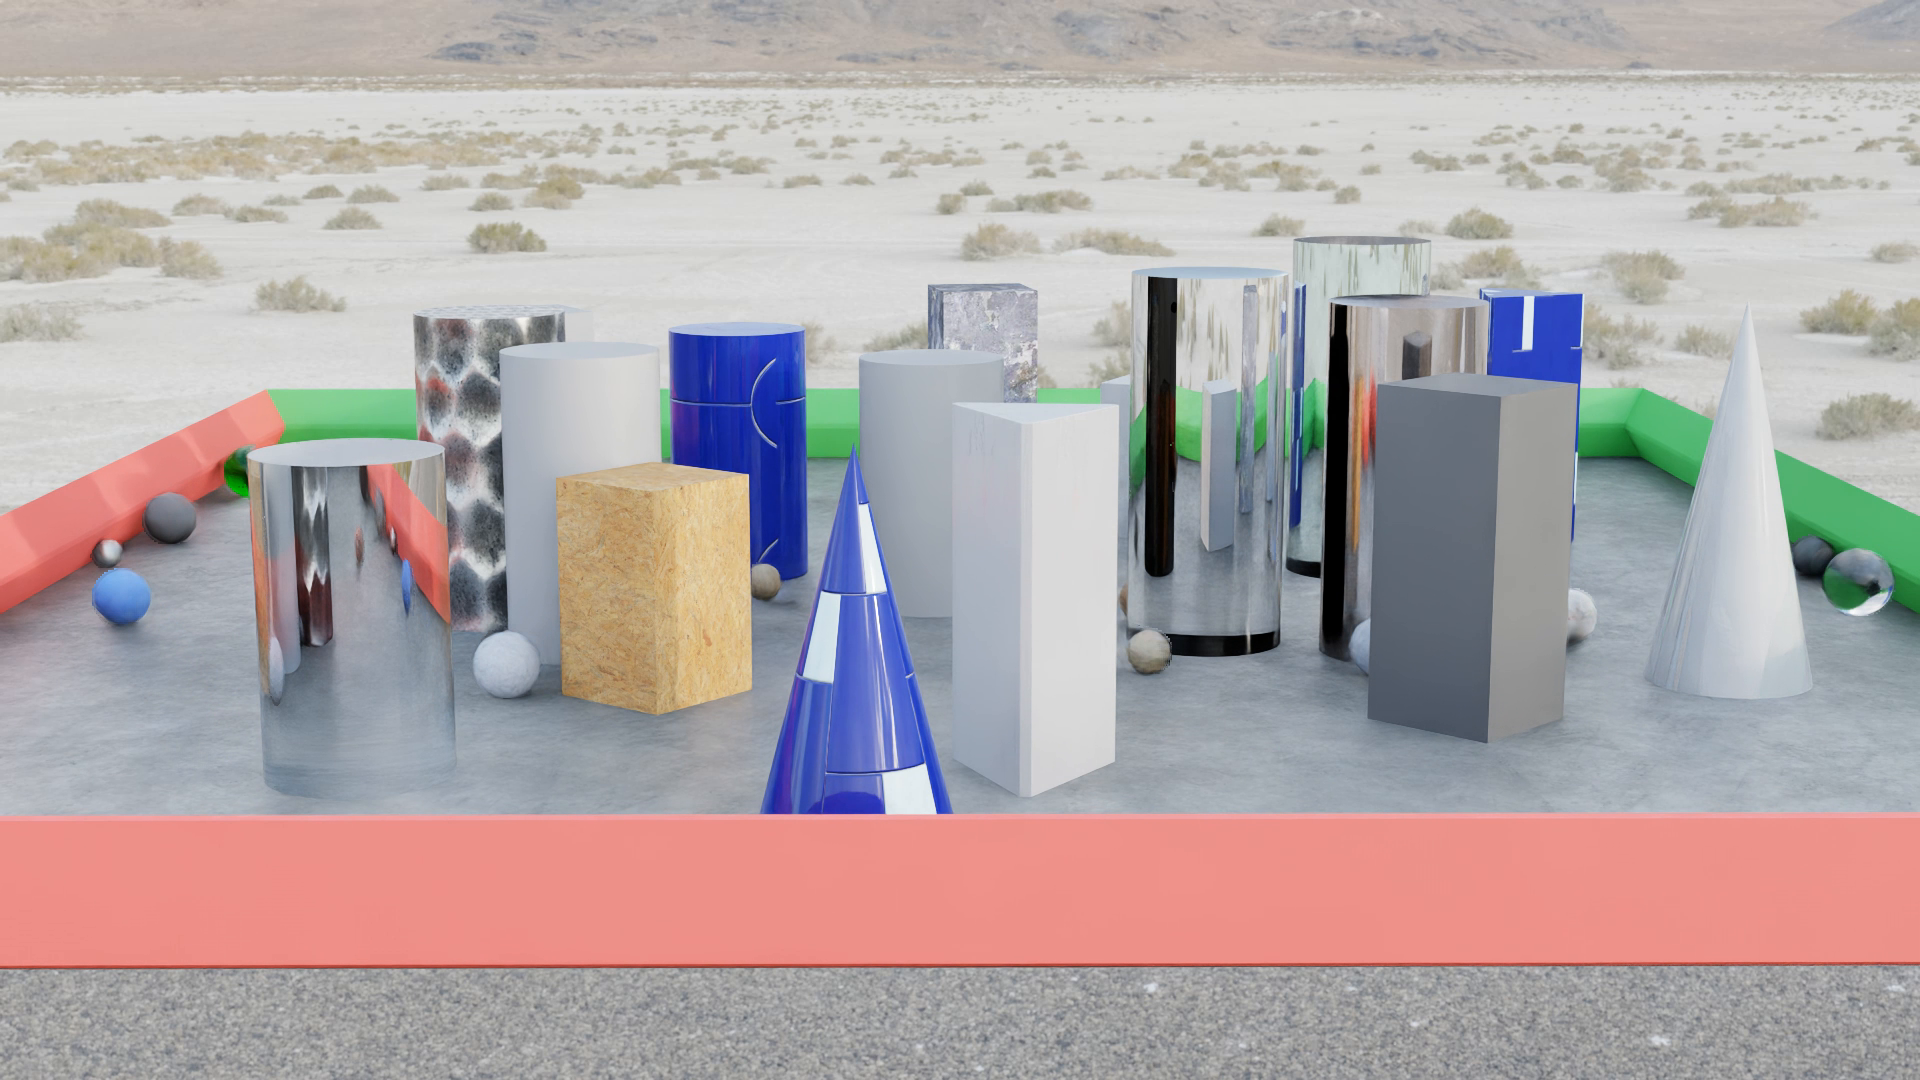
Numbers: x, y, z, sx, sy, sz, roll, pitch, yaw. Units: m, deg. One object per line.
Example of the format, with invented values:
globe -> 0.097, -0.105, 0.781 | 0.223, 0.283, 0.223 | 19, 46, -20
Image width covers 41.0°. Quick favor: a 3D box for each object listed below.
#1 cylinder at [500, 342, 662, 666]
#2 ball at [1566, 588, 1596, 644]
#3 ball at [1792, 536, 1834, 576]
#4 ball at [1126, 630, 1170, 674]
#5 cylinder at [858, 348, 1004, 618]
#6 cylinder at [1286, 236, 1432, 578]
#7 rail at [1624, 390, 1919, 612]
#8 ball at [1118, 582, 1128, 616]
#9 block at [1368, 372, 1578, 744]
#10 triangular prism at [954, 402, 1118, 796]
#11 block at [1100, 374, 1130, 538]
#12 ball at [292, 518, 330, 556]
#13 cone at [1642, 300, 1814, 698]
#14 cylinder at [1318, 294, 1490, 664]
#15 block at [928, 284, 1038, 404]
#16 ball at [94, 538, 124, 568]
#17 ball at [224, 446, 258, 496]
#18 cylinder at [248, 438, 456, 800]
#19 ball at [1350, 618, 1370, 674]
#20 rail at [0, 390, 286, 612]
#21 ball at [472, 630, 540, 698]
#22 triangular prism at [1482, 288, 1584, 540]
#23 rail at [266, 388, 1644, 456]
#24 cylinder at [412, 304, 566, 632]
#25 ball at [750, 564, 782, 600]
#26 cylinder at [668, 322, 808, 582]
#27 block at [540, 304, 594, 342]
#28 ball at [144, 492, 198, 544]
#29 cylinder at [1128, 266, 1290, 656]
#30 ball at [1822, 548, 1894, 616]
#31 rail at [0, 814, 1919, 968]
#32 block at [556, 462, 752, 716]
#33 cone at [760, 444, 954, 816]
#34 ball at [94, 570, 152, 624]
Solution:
cylinder -> -0.471, -0.049, 3.210 | 0.196, 0.378, 0.196 | 0, 11, 0
ball -> 0.774, 0.097, 3.266 | 0.070, 0.070, 0.070 | 0, 11, 0
ball -> 1.228, 0.024, 3.692 | 0.058, 0.058, 0.058 | 0, 11, 0
ball -> 0.229, 0.135, 3.106 | 0.053, 0.053, 0.053 | 0, 11, 0
cylinder -> -0.039, -0.081, 3.491 | 0.196, 0.338, 0.196 | 0, 11, 0
cylinder -> 0.576, -0.194, 3.716 | 0.196, 0.478, 0.196 | 0, 11, 0
rail -> 1.267, 0.031, 3.456 | 0.045, 0.127, 2.777 | 0, 11, 0
ball -> 0.239, 0.079, 3.395 | 0.058, 0.058, 0.058 | 0, 11, 0
block -> 0.571, 0.014, 2.863 | 0.157, 0.379, 0.157 | 10, 14, 43
triangular prism -> 0.054, 0.052, 2.659 | 0.147, 0.380, 0.170 | 7, 13, 34
block -> 0.322, -0.132, 4.035 | 0.157, 0.240, 0.157 | 5, 12, 24
ball -> -0.973, -0.004, 3.846 | 0.057, 0.057, 0.057 | 0, 11, 0
cone -> 0.921, -0.058, 3.039 | 0.196, 0.457, 0.196 | 0, 11, 0
cylinder -> 0.551, -0.077, 3.193 | 0.196, 0.440, 0.196 | 0, 11, 0
block -> 0.037, -0.243, 4.304 | 0.157, 0.360, 0.157 | -2, 11, -10
ball -> -1.249, 0.019, 3.762 | 0.042, 0.042, 0.042 | 0, 11, 0
ball -> -1.211, -0.117, 4.376 | 0.086, 0.086, 0.086 | 0, 11, 0
cylinder -> -0.624, 0.076, 2.642 | 0.196, 0.338, 0.196 | 0, 11, 0
ball -> 0.505, 0.128, 3.093 | 0.071, 0.071, 0.071 | 0, 11, 0
rail -> -1.267, 0.034, 3.442 | 0.045, 0.127, 2.777 | 0, 11, 0
ball -> -0.528, 0.145, 2.987 | 0.078, 0.078, 0.078 | 0, 11, 0
triangular prism -> 0.845, -0.194, 3.977 | 0.170, 0.383, 0.147 | -4, 11, -23
rail -> -0.008, -0.216, 4.791 | 2.582, 0.127, 0.045 | 0, 11, 0
cylinder -> -0.615, -0.098, 3.391 | 0.196, 0.408, 0.196 | 0, 11, 0
ball -> -0.271, 0.058, 3.531 | 0.050, 0.050, 0.050 | 0, 11, 0
cylinder -> -0.319, -0.128, 3.702 | 0.196, 0.354, 0.196 | 0, 11, 0
block -> -0.689, -0.201, 4.138 | 0.157, 0.339, 0.157 | -6, 12, -29
ball -> -1.215, -0.034, 3.949 | 0.078, 0.078, 0.078 | 0, 11, 0
cylinder -> 0.312, -0.103, 3.249 | 0.196, 0.470, 0.196 | 0, 11, 0
ball -> 1.201, 0.056, 3.429 | 0.091, 0.091, 0.091 | 0, 11, 0
rail -> 0.008, 0.282, 2.107 | 2.582, 0.127, 0.045 | 0, 11, 0
block -> -0.356, 0.052, 2.994 | 0.157, 0.257, 0.157 | 8, 13, 38
cone -> -0.099, 0.095, 2.426 | 0.196, 0.379, 0.196 | 0, 11, 0
ball -> -1.103, 0.075, 3.380 | 0.071, 0.071, 0.071 | 0, 11, 0
